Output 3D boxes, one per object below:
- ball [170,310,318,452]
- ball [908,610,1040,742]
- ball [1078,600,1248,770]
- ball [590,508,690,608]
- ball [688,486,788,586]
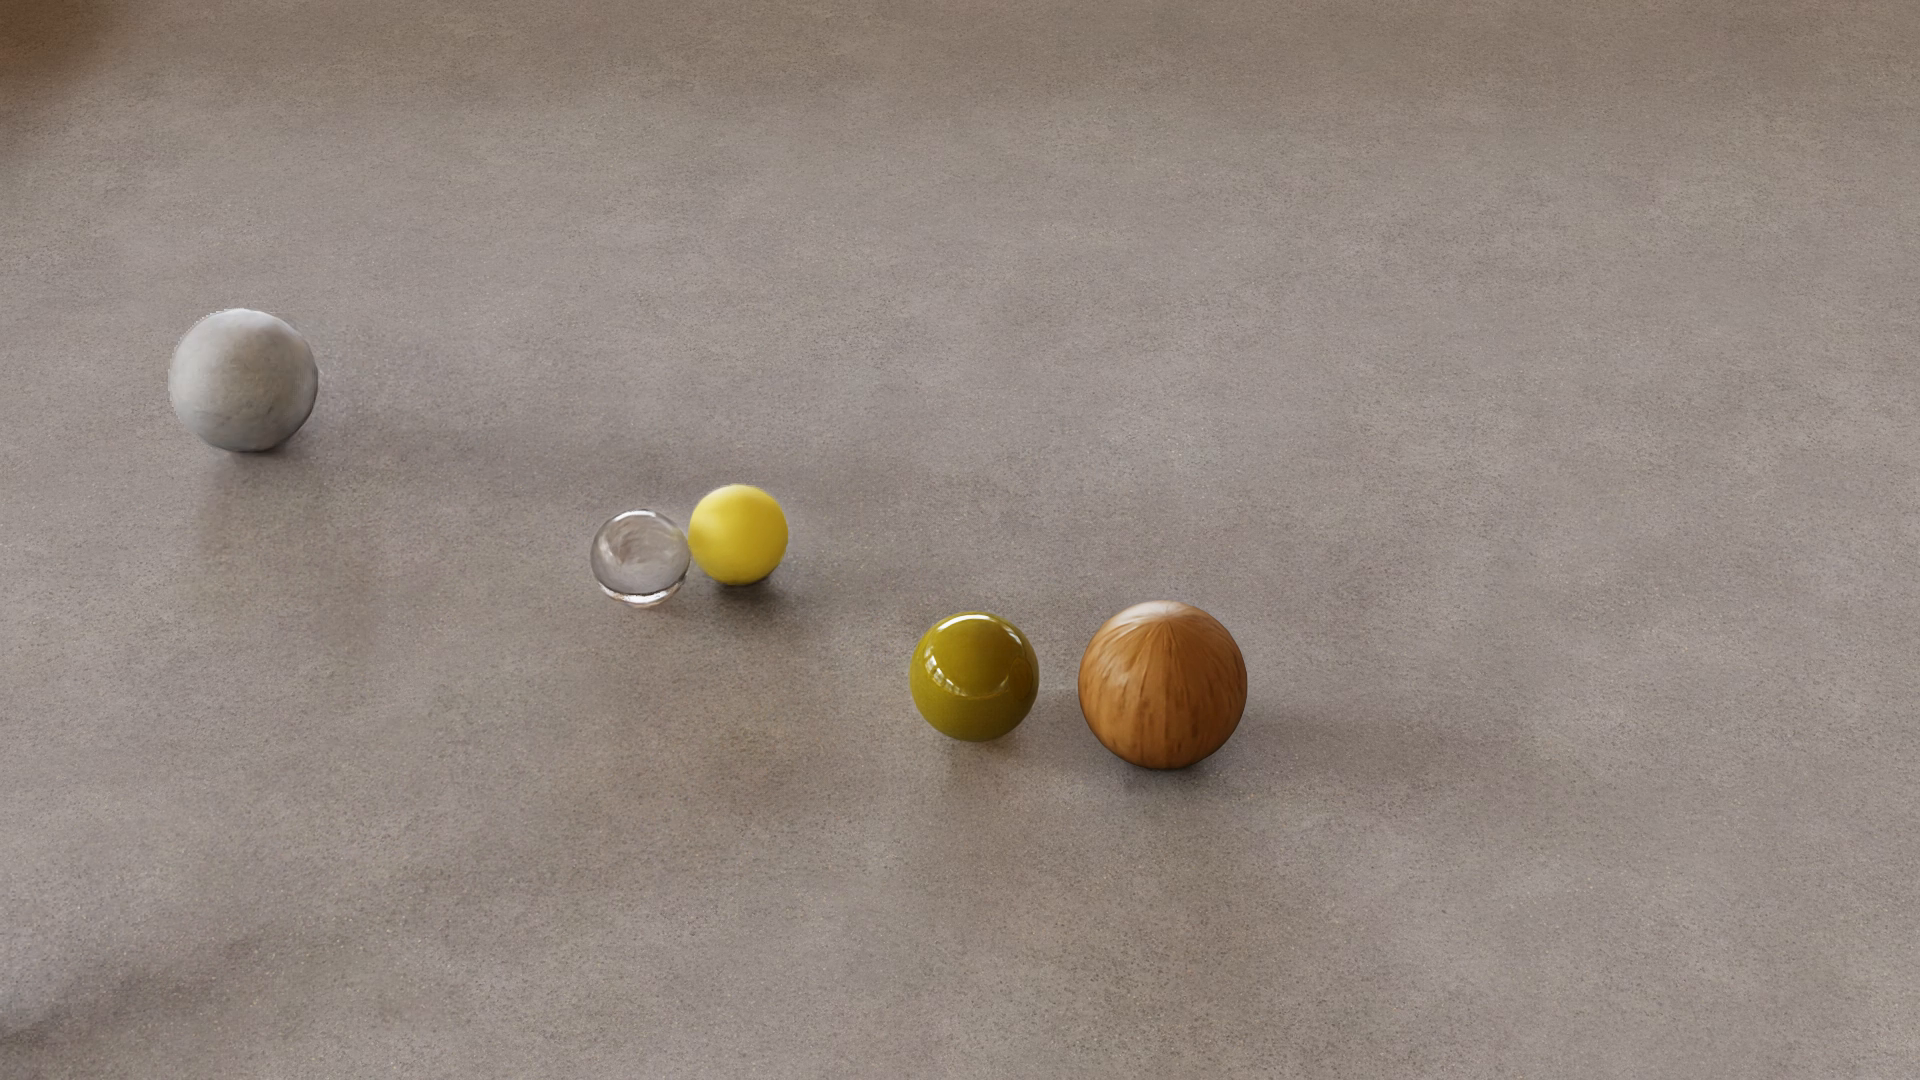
[{"bbox_3d":[-0.466,-0.104,1.673,0.093,0.093,0.093,0,37,0],"label":"ball"},{"bbox_3d":[0.008,0.077,1.446,0.074,0.074,0.074,0,37,0],"label":"ball"},{"bbox_3d":[0.112,0.080,1.424,0.094,0.094,0.094,0,37,0],"label":"ball"},{"bbox_3d":[-0.193,0.011,1.546,0.060,0.060,0.060,0,37,0],"label":"ball"},{"bbox_3d":[-0.135,-0.003,1.563,0.061,0.061,0.061,0,37,0],"label":"ball"}]
